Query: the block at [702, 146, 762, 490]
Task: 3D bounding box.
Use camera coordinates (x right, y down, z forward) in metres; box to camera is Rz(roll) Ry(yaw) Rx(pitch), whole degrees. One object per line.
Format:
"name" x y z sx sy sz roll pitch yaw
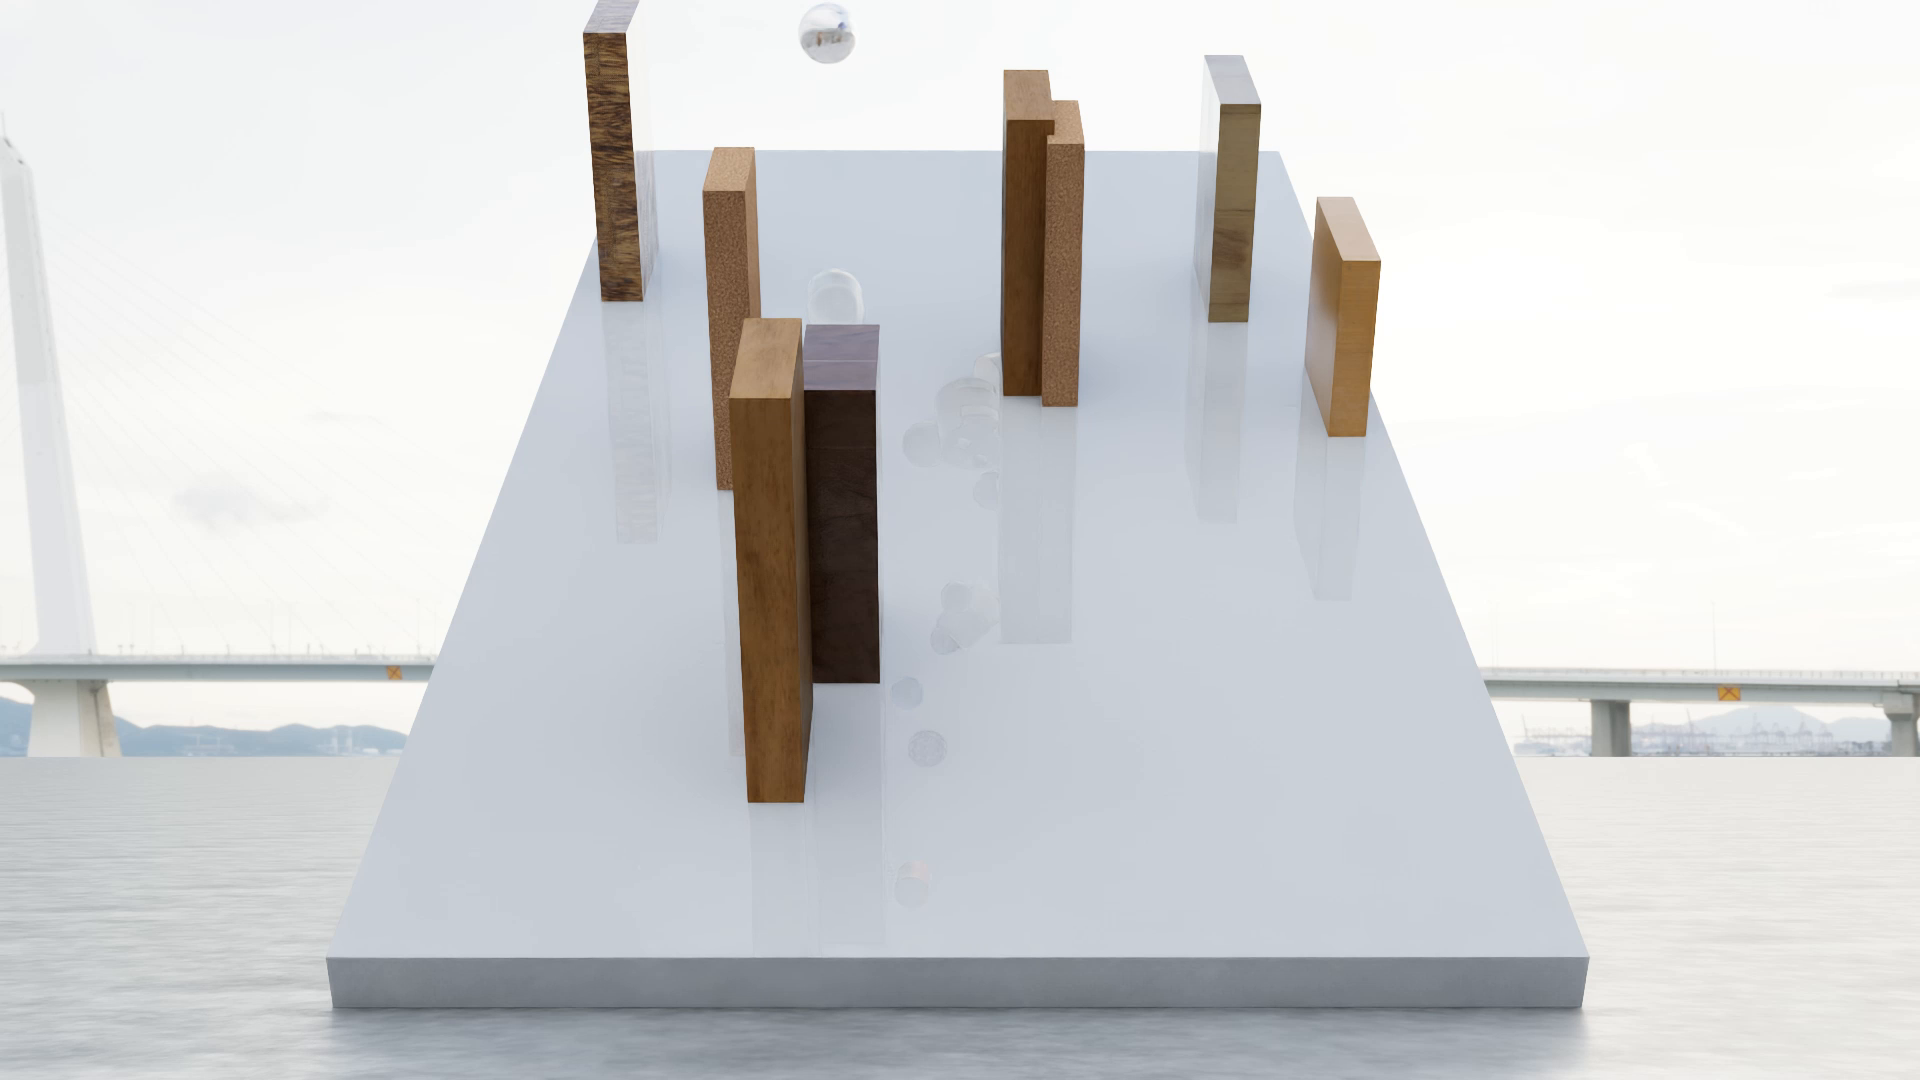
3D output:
"block" -0.490 -0.482 5.199 0.088 0.689 0.287 0 28 0

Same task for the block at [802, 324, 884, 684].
"block" -0.221 -0.068 4.499 0.139 0.607 0.303 0 28 0

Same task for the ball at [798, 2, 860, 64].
"ball" -0.384 -1.479 6.956 0.179 0.179 0.179 0 -5 0

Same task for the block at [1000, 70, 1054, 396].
"block" 0.158 -0.737 5.698 0.108 0.681 0.394 0 28 0

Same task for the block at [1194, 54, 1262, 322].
"block" 0.686 -0.910 6.146 0.102 0.576 0.424 0 28 0

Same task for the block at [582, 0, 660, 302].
"block" -0.880 -1.028 6.216 0.108 0.711 0.392 0 28 0

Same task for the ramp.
"ramp" -0.011 -0.224 5.560 2.000 0.100 4.000 0 28 0

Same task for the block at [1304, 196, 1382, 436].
"block" 0.892 -0.528 5.573 0.087 0.432 0.424 0 28 0

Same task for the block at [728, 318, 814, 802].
"block" -0.321 0.038 4.119 0.098 0.771 0.335 0 28 0

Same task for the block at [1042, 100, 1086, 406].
"block" 0.237 -0.677 5.622 0.083 0.646 0.326 0 28 0
